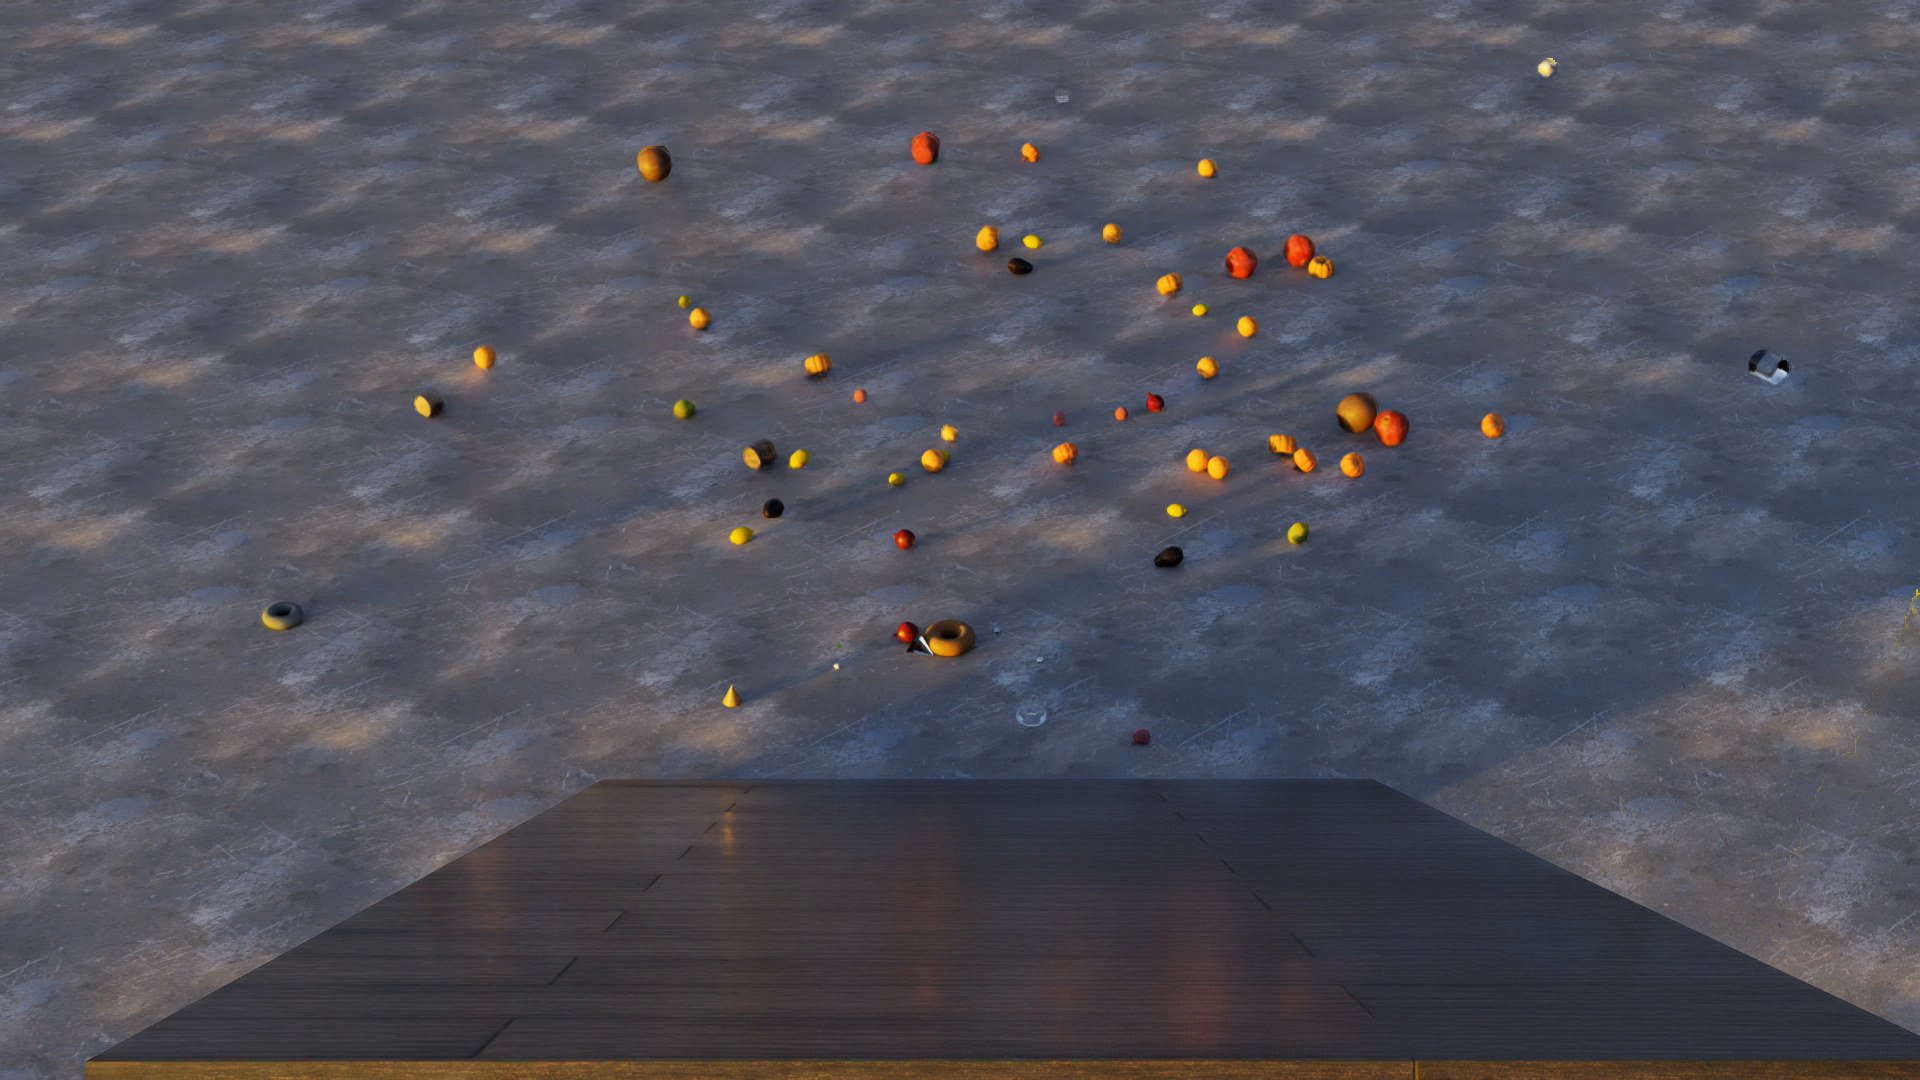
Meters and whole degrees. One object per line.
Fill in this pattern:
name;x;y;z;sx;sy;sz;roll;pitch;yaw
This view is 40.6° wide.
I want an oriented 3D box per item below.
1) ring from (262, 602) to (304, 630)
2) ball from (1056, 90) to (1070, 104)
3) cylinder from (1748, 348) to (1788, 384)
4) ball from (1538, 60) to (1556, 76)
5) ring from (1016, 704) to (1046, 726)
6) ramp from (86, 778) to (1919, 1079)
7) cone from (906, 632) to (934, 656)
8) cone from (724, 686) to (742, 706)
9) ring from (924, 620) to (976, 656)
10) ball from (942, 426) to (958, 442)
ring;-1.956;0.218;7.492;0.115;0.038;0.115;1;32;-1
ball;0.421;-1.821;10.645;0.053;0.053;0.053;0;33;0
cylinder;2.707;-0.580;8.682;0.092;0.092;0.092;-20;38;-27
ball;2.461;-1.977;10.874;0.067;0.067;0.067;0;33;0
ring;0.196;0.479;7.096;0.083;0.028;0.083;-1;34;0
ramp;0.073;0.637;4.746;2.000;0.100;4.000;0;-1;0
cone;-0.105;0.309;7.356;0.072;0.072;0.072;33;38;1
cone;-0.629;0.423;7.159;0.054;0.054;0.054;0;33;0
ring;-0.029;0.279;7.389;0.146;0.049;0.146;-1;33;1
ball;-0.030;-0.343;8.352;0.051;0.051;0.051;0;33;0
